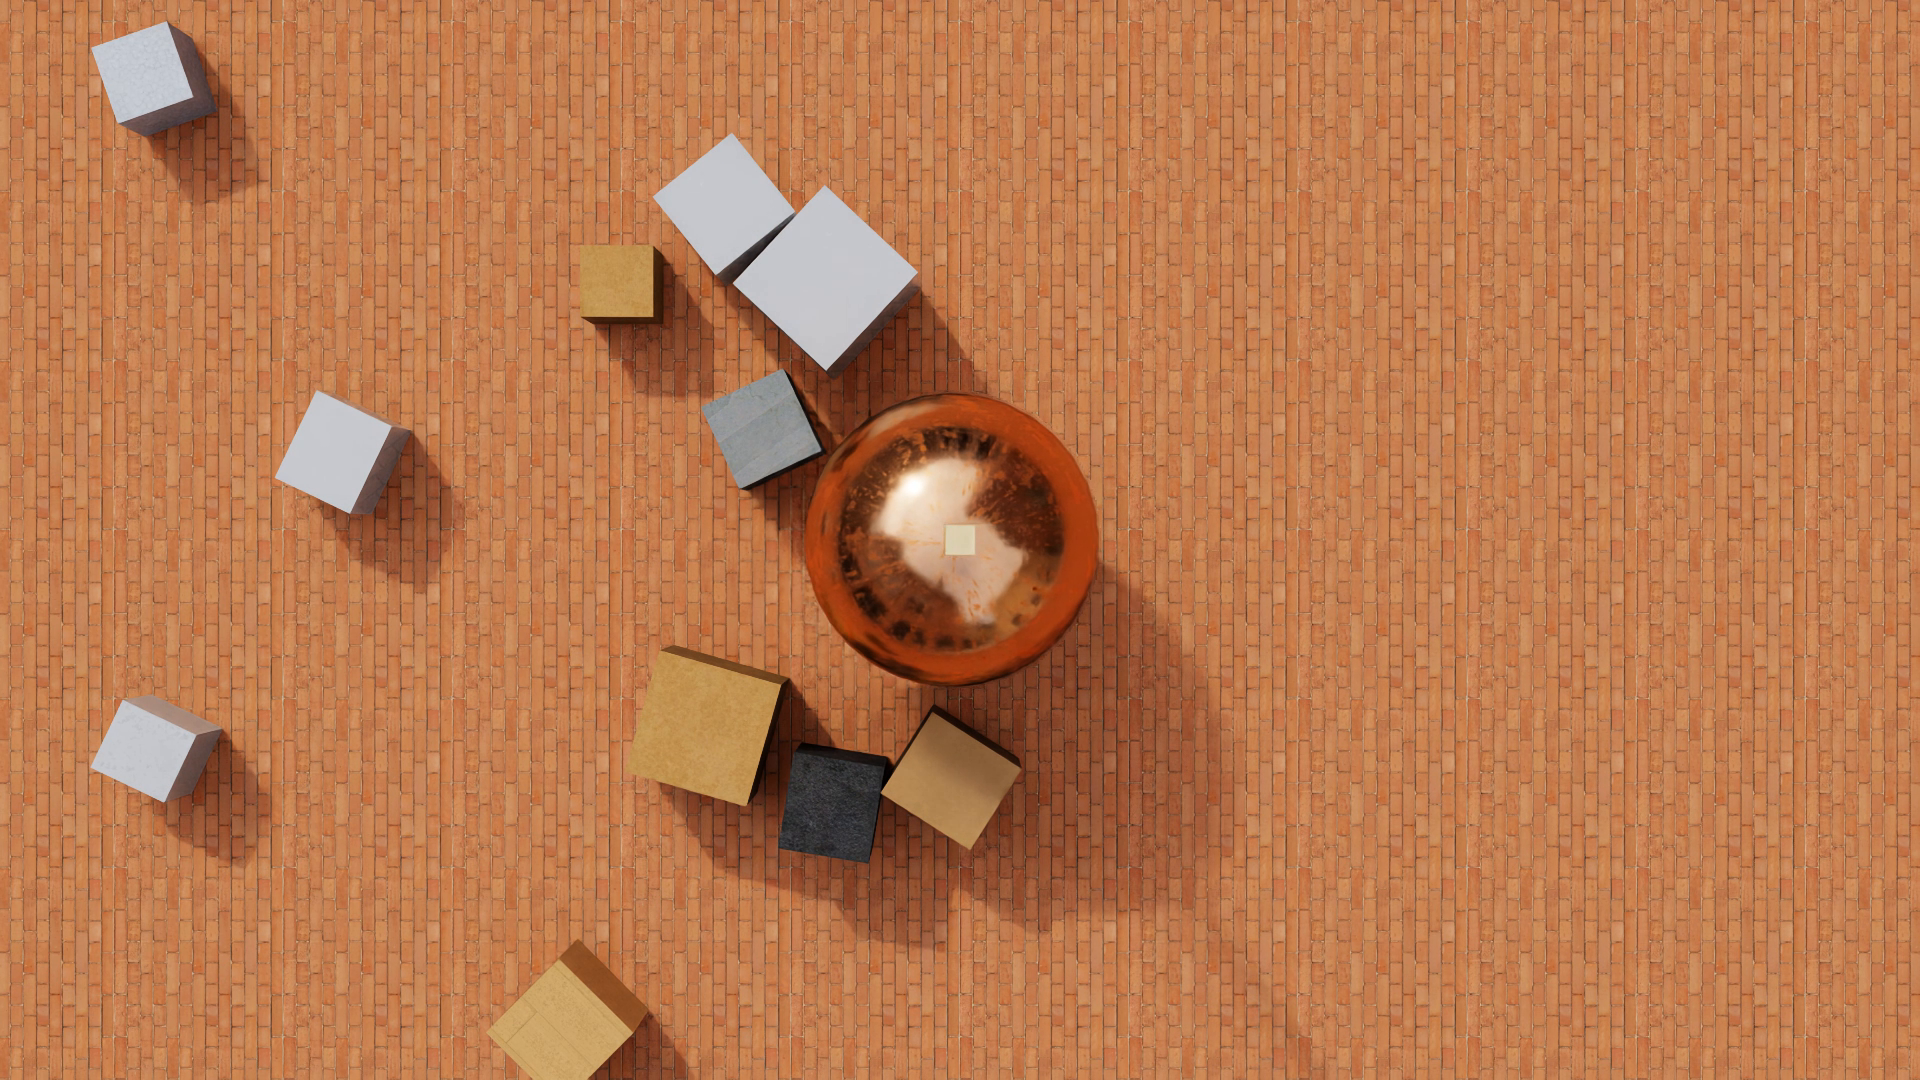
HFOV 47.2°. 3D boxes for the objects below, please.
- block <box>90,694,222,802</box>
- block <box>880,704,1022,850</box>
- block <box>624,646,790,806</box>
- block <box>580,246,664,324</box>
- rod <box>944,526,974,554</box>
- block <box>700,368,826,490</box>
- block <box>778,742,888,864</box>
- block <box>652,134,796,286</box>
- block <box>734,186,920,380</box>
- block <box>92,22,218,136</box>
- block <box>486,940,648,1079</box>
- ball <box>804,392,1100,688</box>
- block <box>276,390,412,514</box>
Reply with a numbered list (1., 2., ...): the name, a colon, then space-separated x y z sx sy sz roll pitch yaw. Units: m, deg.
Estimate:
1. block: -4.659 1.205 12.773 0.466 0.453 0.427 26 90 0
2. block: -0.049 1.358 12.692 0.599 0.616 0.543 33 90 0
3. block: -1.445 1.059 12.680 0.711 0.640 0.710 16 90 0
4. block: -1.963 -1.481 12.786 0.418 0.428 0.409 0 90 0
5. rod: -0.019 0.000 8.533 0.080 5.200 0.080 0 90 0
6. block: -1.131 -0.634 12.758 0.518 0.483 0.516 -25 90 0
7. block: -0.726 1.510 12.697 0.518 0.607 0.551 10 90 0
8. block: -1.337 -1.903 12.726 0.577 0.548 0.570 -39 90 0
9. block: -0.748 -1.458 12.615 0.711 0.770 0.749 43 90 0
10. block: -4.679 -2.676 12.791 0.458 0.417 0.460 -19 90 0
11. block: -2.254 2.773 12.690 0.593 0.620 0.584 45 90 0
12. ball: -0.044 0.000 11.933 1.600 1.600 1.600 0 90 0
13. block: -3.572 -0.502 12.767 0.475 0.465 0.553 26 90 0
